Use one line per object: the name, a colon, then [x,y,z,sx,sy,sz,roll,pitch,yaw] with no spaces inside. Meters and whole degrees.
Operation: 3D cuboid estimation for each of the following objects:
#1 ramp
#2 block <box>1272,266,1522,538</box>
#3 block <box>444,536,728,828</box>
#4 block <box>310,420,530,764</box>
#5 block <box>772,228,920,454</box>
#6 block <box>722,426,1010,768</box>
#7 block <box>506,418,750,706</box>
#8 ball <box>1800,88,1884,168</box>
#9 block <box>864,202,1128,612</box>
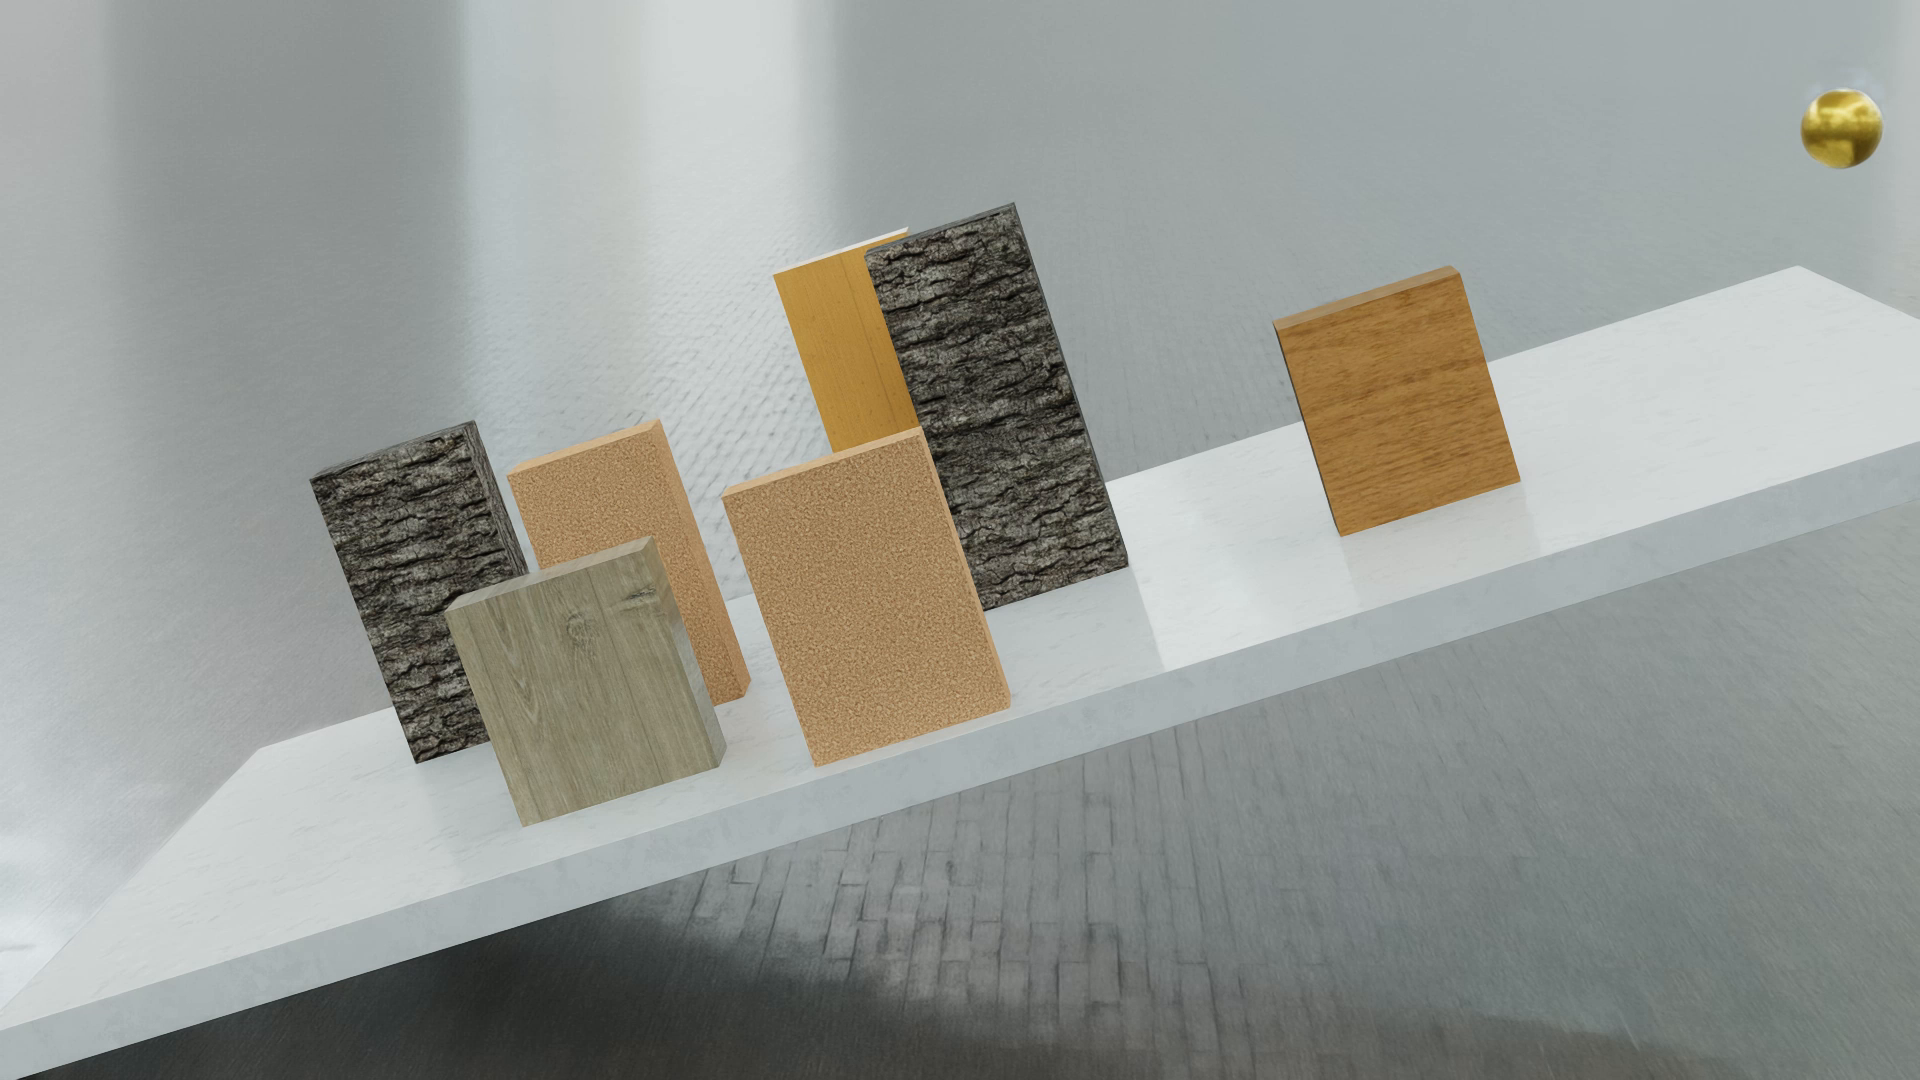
ramp: [0.102,0.182,6.309,4.000,0.100,2.000,-17,11,5]
block: [0.872,-0.279,5.884,0.372,0.436,0.142,-17,11,5]
block: [-0.726,0.275,5.735,0.406,0.451,0.145,-17,11,5]
block: [-1.162,0.117,6.637,0.361,0.687,0.148,-17,11,5]
block: [-0.171,-0.348,7.159,0.336,0.749,0.121,-17,11,5]
block: [-0.169,0.106,5.420,0.379,0.535,0.099,-17,11,5]
block: [-0.699,0.084,6.252,0.319,0.602,0.149,-17,11,5]
ball: [1.791,-0.836,5.973,0.163,0.163,0.163,0,12,0]
block: [0.081,-0.281,6.253,0.328,0.798,0.140,-17,11,5]
